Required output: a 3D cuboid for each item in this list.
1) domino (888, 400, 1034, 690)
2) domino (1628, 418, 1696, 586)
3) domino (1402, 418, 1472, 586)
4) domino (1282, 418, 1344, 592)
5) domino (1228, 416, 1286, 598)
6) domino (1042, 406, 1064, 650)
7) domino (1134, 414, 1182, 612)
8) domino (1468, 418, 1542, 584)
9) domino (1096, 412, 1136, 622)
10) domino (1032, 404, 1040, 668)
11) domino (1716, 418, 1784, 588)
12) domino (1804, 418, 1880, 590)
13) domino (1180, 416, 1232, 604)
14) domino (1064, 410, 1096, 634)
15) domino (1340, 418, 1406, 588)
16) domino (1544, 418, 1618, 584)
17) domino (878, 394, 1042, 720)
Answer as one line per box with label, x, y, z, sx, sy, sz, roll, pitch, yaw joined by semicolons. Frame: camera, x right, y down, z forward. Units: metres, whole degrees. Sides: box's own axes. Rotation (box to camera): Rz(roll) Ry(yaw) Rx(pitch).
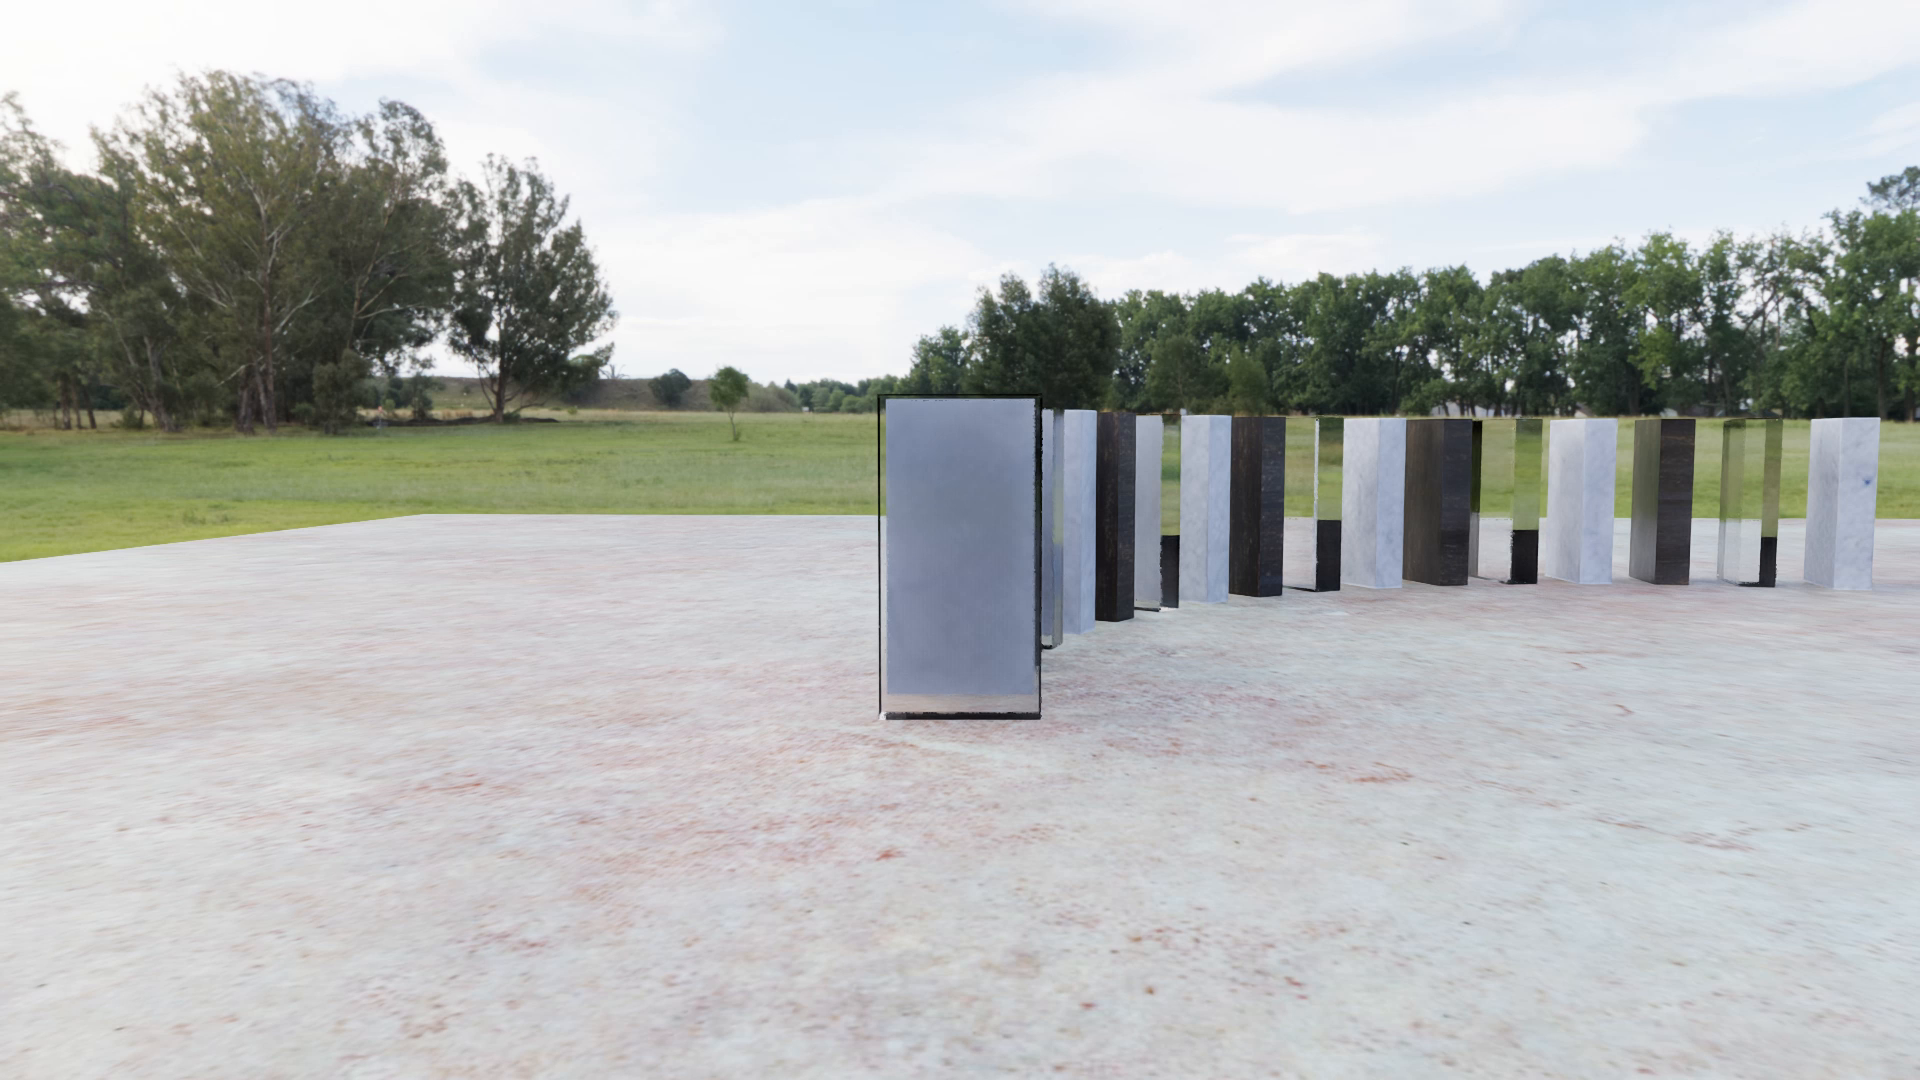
domino;0.000;0.001;0.225;0.025;0.050;0.010;0;4;2
domino;0.217;-0.012;0.397;0.010;0.050;0.025;1;4;11
domino;0.145;-0.012;0.395;0.010;0.050;0.025;-1;4;-13
domino;0.100;-0.011;0.379;0.010;0.050;0.025;-2;5;-27
domino;0.080;-0.010;0.366;0.009;0.050;0.025;-3;5;-35
domino;0.009;-0.003;0.272;0.025;0.050;0.010;1;5;18
domino;0.044;-0.008;0.334;0.025;0.050;0.010;4;6;40
domino;0.169;-0.012;0.399;0.010;0.050;0.025;0;4;-5
domino;0.030;-0.006;0.315;0.025;0.050;0.010;3;5;33
domino;0.002;-0.001;0.249;0.025;0.050;0.010;1;4;11
domino;0.241;-0.012;0.391;0.010;0.050;0.025;1;4;17
domino;0.263;-0.011;0.384;0.010;0.050;0.025;1;4;16
domino;0.061;-0.009;0.352;0.010;0.050;0.025;-4;6;-42
domino;0.018;-0.005;0.294;0.025;0.050;0.009;2;5;26
domino;0.122;-0.012;0.389;0.010;0.050;0.025;-2;5;-20
domino;0.193;-0.012;0.400;0.010;0.050;0.025;0;4;2
domino;0.000;0.002;0.201;0.025;0.050;0.010;0;4;0
